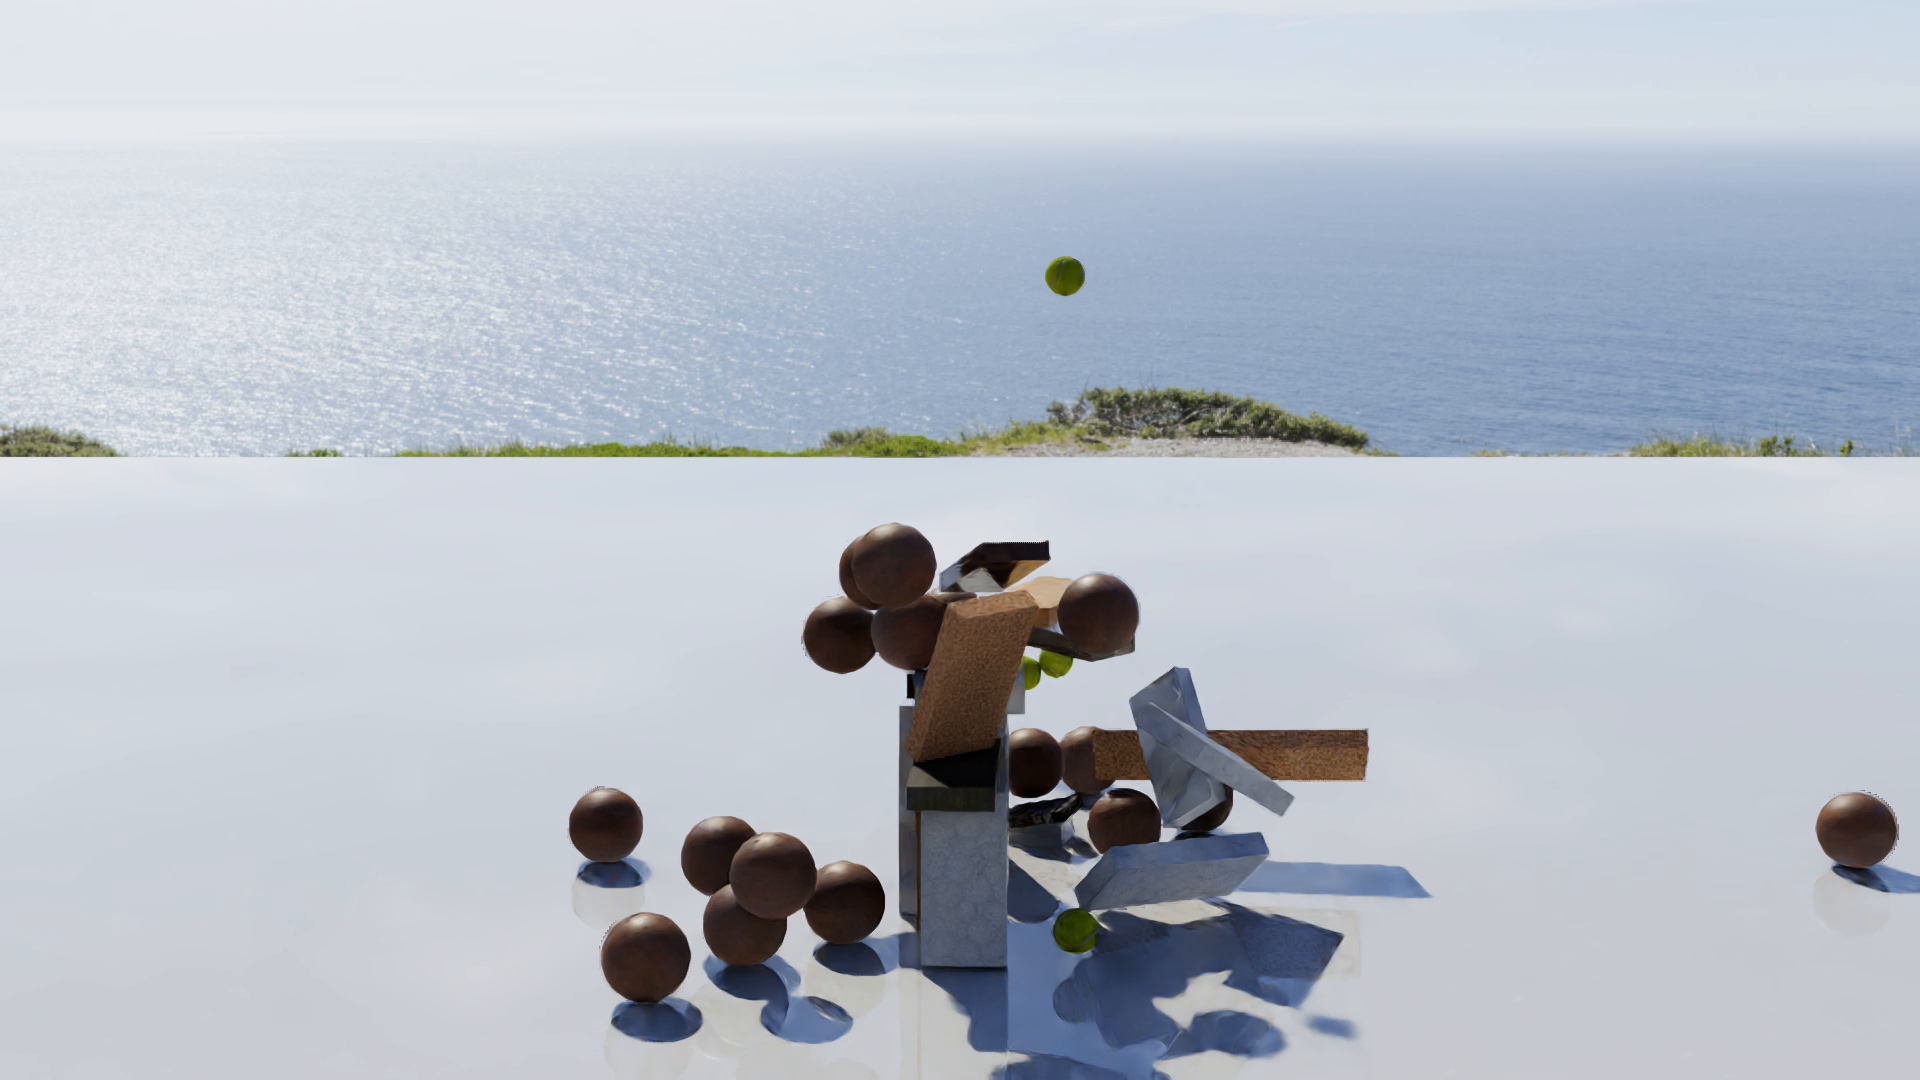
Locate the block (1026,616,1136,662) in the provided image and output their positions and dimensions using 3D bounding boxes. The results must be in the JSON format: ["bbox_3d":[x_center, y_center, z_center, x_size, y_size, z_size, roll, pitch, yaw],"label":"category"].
[{"bbox_3d":[0.164,0.158,3.757,0.246,0.035,0.123,13,14,39],"label":"block"}]

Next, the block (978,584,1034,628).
[{"bbox_3d":[0.085,0.117,3.757,0.111,0.031,0.221,7,13,17],"label":"block"}]

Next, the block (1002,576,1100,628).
[{"bbox_3d":[0.142,0.102,3.691,0.111,0.031,0.221,8,13,25],"label":"block"}]

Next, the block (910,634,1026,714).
[{"bbox_3d":[0.009,0.219,3.628,0.173,0.049,0.346,0,11,-2],"label":"block"}]

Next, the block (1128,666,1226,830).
[{"bbox_3d":[0.370,0.355,3.759,0.035,0.246,0.123,11,-37,-38],"label":"block"}]

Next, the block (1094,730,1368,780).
[{"bbox_3d":[0.475,0.379,3.874,0.474,0.035,0.123,-1,-33,6],"label":"block"}]

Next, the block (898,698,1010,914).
[{"bbox_3d":[-0.010,0.434,3.557,0.173,0.346,0.049,2,9,8],"label":"block"}]

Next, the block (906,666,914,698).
[{"bbox_3d":[-0.007,0.388,3.802,0.173,0.346,0.049,-1,14,-4],"label":"block"}]

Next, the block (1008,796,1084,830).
[{"bbox_3d":[0.142,0.489,3.936,0.146,0.021,0.073,-14,9,37],"label":"block"}]

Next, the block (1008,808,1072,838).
[{"bbox_3d":[0.126,0.515,4.017,0.146,0.021,0.073,4,11,19],"label":"block"}]

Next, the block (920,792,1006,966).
[{"bbox_3d":[0.006,0.516,3.351,0.130,0.261,0.037,0,-6,1],"label":"block"}]

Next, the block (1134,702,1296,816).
[{"bbox_3d":[0.414,0.356,3.558,0.283,0.040,0.141,32,2,-45],"label":"block"}]

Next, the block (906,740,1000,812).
[{"bbox_3d":[-0.007,0.359,3.380,0.131,0.037,0.261,0,11,3],"label":"block"}]

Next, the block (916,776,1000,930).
[{"bbox_3d":[-0.004,0.489,3.493,0.131,0.261,0.037,-1,11,-3],"label":"block"}]

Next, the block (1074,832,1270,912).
[{"bbox_3d":[0.337,0.527,3.492,0.283,0.040,0.141,-1,-35,-28],"label":"block"}]

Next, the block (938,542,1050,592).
[{"bbox_3d":[0.053,0.045,3.558,0.111,0.031,0.221,-1,-14,-20],"label":"block"}]

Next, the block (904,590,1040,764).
[{"bbox_3d":[0.017,0.208,3.343,0.141,0.283,0.040,-9,41,-33],"label":"block"}]
